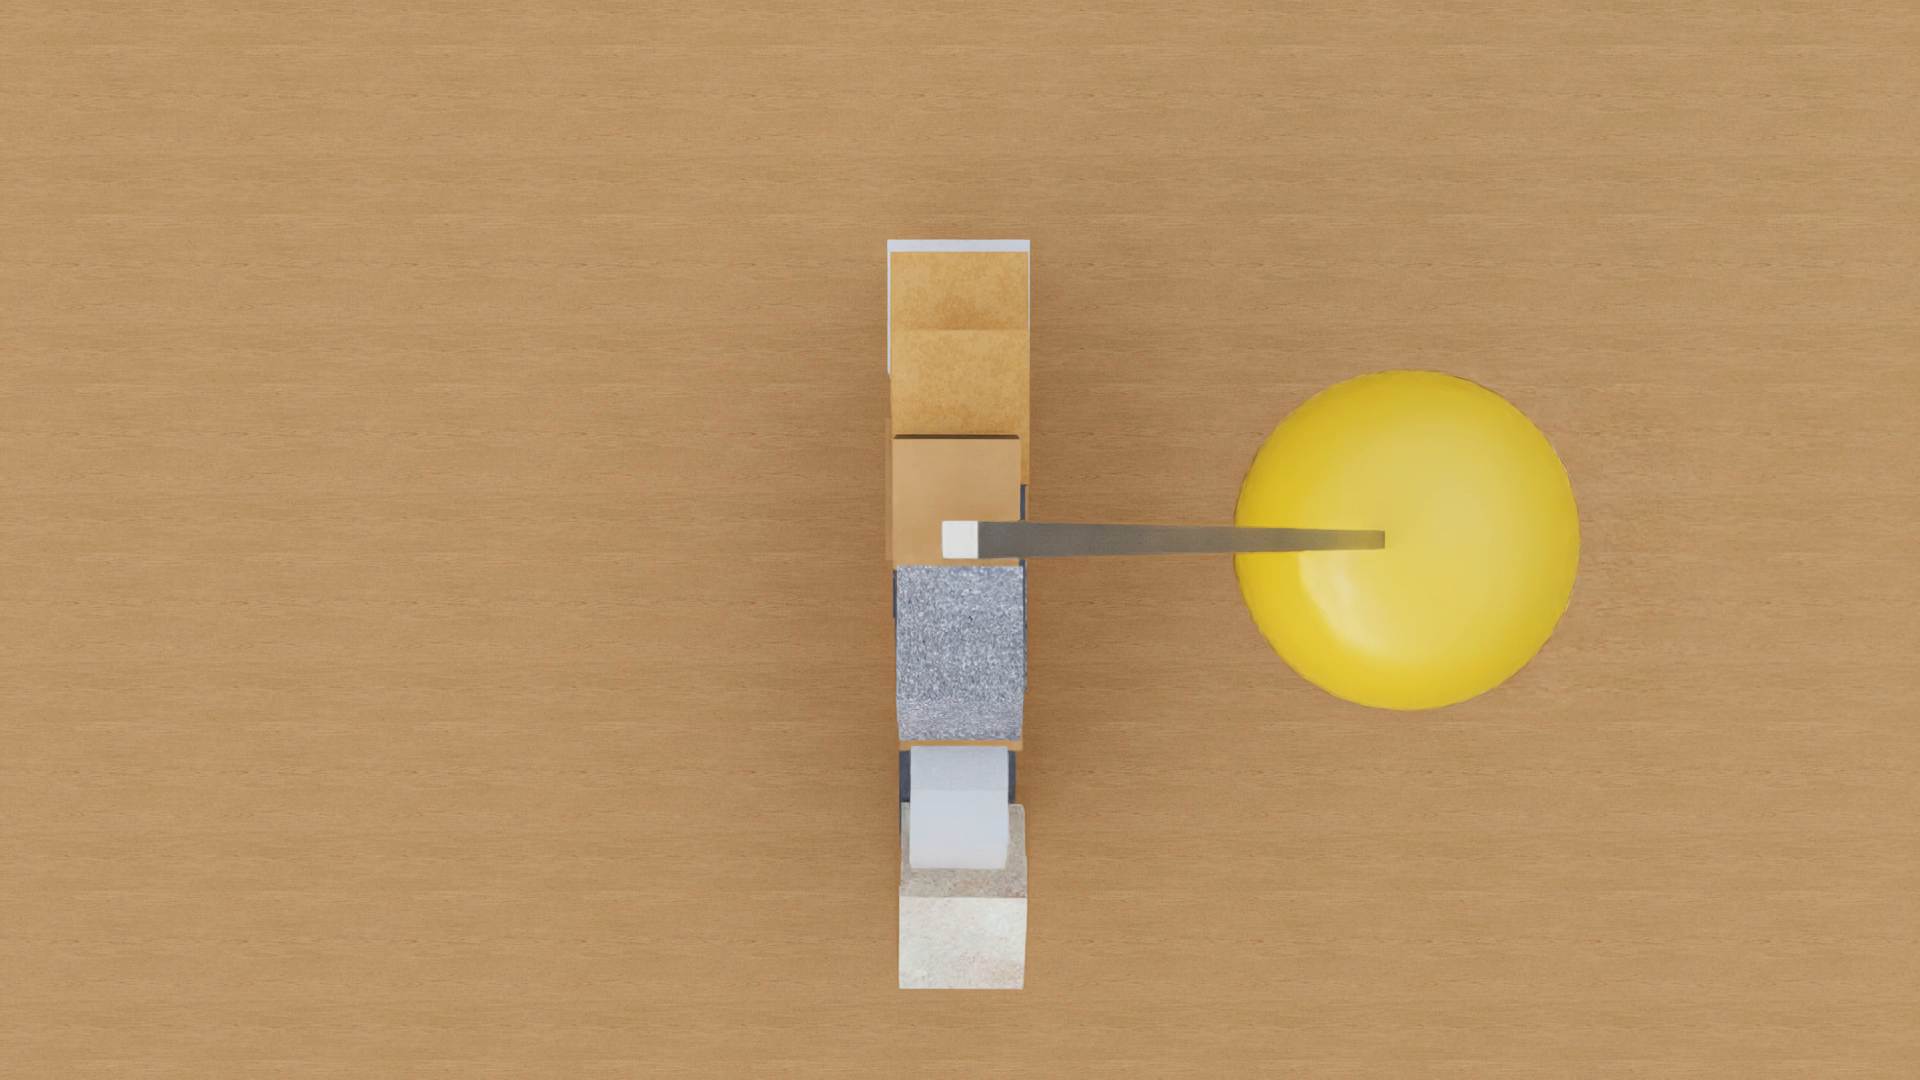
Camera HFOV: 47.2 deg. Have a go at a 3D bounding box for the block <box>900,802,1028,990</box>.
[{"bbox_3d":[0.011,1.980,12.250,0.684,0.722,0.717,1,127,-1],"label":"block"}]

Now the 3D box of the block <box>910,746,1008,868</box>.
[{"bbox_3d":[-0.007,1.242,10.204,0.444,0.402,0.465,1,67,-1],"label":"block"}]

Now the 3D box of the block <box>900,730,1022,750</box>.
[{"bbox_3d":[0.007,0.714,11.105,0.607,0.532,0.648,0,90,0],"label":"block"}]

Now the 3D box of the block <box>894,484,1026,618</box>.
[{"bbox_3d":[-0.004,0.056,11.072,0.646,0.599,0.656,0,90,0],"label":"block"}]

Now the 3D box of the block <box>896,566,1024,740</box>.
[{"bbox_3d":[0.000,0.517,9.938,0.554,0.632,0.625,0,69,0],"label":"block"}]

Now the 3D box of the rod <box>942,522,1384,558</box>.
[{"bbox_3d":[0.899,0.000,7.089,0.080,5.200,0.080,0,90,20],"label":"rod"}]

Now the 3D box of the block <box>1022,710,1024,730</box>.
[{"bbox_3d":[0.008,0.714,12.588,0.685,0.825,0.676,0,90,0],"label":"block"}]

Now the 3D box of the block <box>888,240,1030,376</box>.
[{"bbox_3d":[-0.007,-1.301,12.621,0.790,0.757,0.741,0,90,0],"label":"block"}]

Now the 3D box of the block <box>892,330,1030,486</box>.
[{"bbox_3d":[0.004,-0.652,11.131,0.672,0.787,0.752,0,91,0],"label":"block"}]

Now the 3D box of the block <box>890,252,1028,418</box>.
[{"bbox_3d":[-0.003,-1.083,11.881,0.725,0.721,0.862,0,91,0],"label":"block"}]

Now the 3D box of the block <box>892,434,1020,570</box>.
[{"bbox_3d":[-0.017,-0.188,10.465,0.590,0.563,0.606,0,95,0],"label":"block"}]

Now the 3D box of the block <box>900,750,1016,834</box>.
[{"bbox_3d":[-0.014,1.368,12.738,0.660,0.525,0.610,0,90,0],"label":"block"}]

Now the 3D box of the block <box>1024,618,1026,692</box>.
[{"bbox_3d":[0.007,0.453,11.773,0.675,0.804,0.666,0,90,0],"label":"block"}]

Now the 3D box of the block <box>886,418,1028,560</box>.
[{"bbox_3d":[-0.016,-0.268,12.043,0.758,0.754,0.755,0,90,0],"label":"block"}]

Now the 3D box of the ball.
[{"bbox_3d":[2.074,0.000,10.279,1.600,1.600,1.600,0,90,0],"label":"ball"}]
